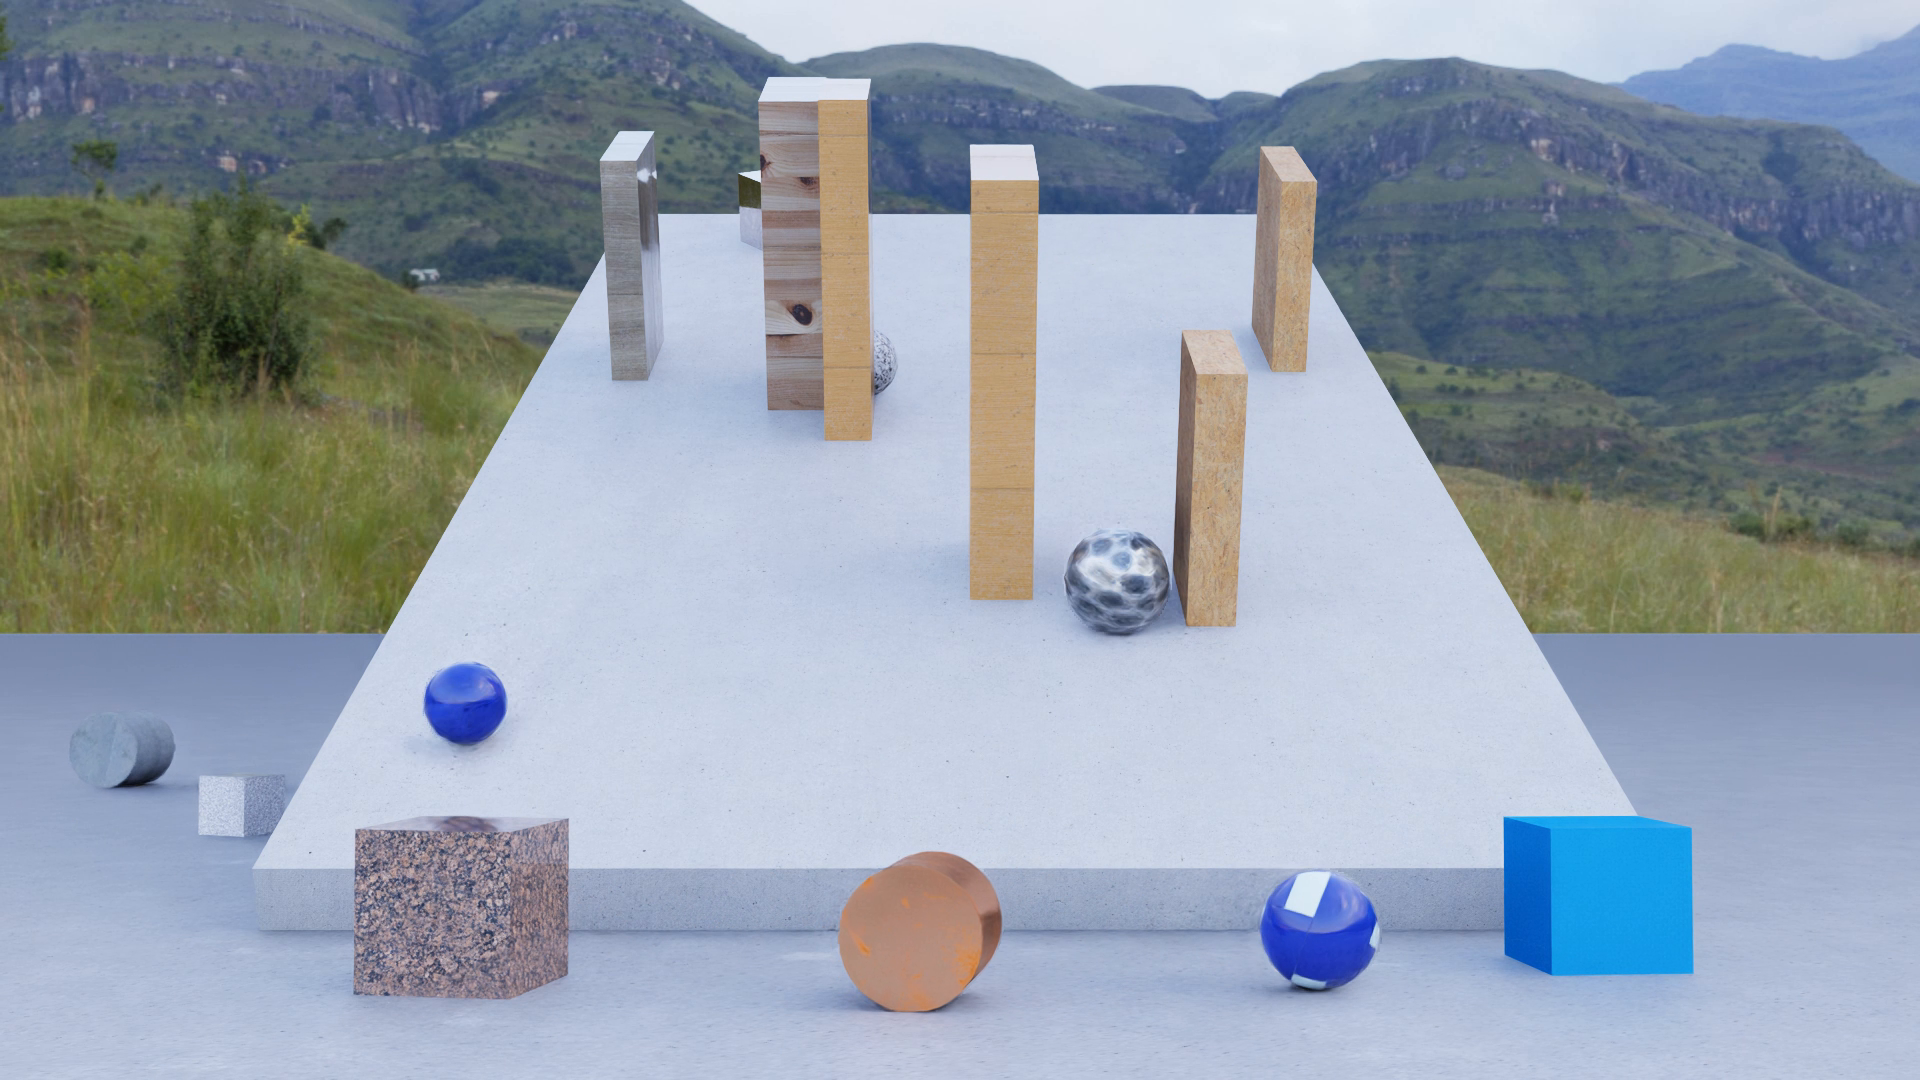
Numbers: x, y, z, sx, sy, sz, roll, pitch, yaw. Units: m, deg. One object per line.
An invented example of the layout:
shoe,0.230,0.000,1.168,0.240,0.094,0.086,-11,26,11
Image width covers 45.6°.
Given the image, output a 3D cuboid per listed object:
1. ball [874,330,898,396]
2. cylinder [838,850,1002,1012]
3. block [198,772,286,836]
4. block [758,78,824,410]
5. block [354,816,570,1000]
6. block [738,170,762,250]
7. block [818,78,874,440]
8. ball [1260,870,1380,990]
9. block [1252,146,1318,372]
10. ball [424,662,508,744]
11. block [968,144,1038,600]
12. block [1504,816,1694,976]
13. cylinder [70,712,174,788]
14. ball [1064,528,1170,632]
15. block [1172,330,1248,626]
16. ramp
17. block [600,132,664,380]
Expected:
ball,-0.222,-0.407,5.238,0.160,0.160,0.160,0,-2,0
cylinder,-0.044,0.451,2.650,0.165,0.165,0.165,0,-2,8
block,-1.507,0.554,4.800,0.122,0.122,0.122,-1,-2,25
block,-0.369,-0.672,5.177,0.131,0.697,0.296,0,21,0
block,-0.601,0.441,2.771,0.194,0.194,0.194,0,-2,11
block,-0.500,-0.949,6.573,0.199,0.199,0.199,-13,25,-30
block,-0.243,-0.604,4.945,0.101,0.740,0.242,0,21,0
ball,0.430,0.466,2.734,0.142,0.142,0.142,0,-2,0
block,0.783,-0.686,5.547,0.081,0.459,0.397,0,21,0
ball,-0.774,0.255,3.581,0.130,0.130,0.130,0,-2,0
block,0.075,-0.303,4.136,0.114,0.768,0.294,0,21,0
block,0.817,0.454,2.939,0.181,0.181,0.181,0,-2,-5
cylinder,-2.285,0.570,6.238,0.199,0.199,0.199,0,-2,10
ball,0.274,0.069,3.988,0.183,0.183,0.183,0,-2,0
block,0.442,-0.113,4.068,0.087,0.464,0.269,0,21,0
ramp,-0.006,-0.217,5.109,2.000,0.100,4.000,0,21,0
block,-0.776,-0.678,5.434,0.084,0.521,0.334,0,21,0
